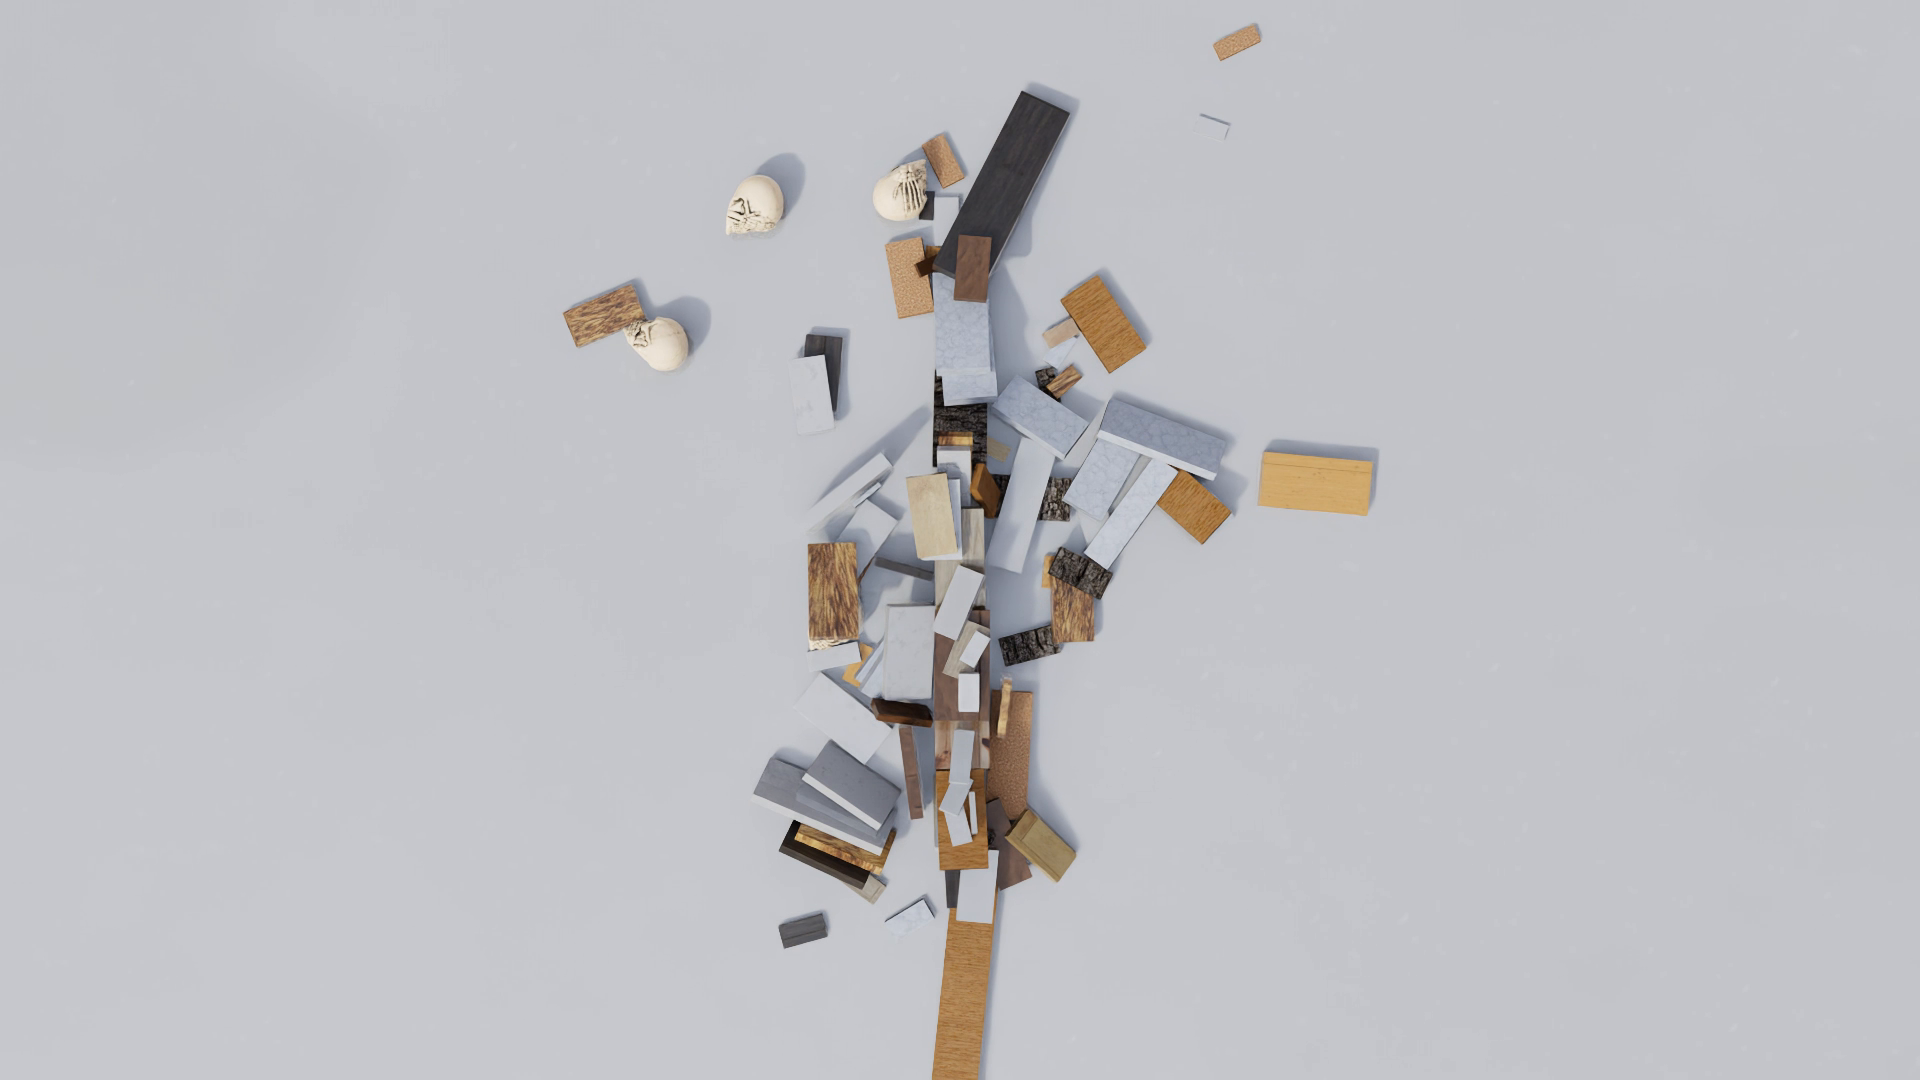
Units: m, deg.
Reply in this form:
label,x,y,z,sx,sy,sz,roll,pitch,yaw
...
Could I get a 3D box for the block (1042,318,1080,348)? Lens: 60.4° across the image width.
label,x,y,z,sx,sy,sz,roll,pitch,yaw
block,0.335,-0.685,5.475,0.113,0.016,0.057,-28,90,0

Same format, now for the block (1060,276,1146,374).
label,x,y,z,sx,sy,sz,roll,pitch,yaw
block,0.476,-0.716,5.479,0.146,0.041,0.293,-34,90,0

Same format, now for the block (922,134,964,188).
label,x,y,z,sx,sy,sz,roll,pitch,yaw
block,-0.056,-1.259,5.489,0.080,0.023,0.159,-27,90,0

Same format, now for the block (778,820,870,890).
label,x,y,z,sx,sy,sz,roll,pitch,yaw
block,-0.428,1.019,5.432,0.302,0.043,0.151,25,46,0

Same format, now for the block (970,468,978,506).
label,x,y,z,sx,sy,sz,roll,pitch,yaw
block,-0.005,-0.165,5.365,0.129,0.037,0.258,2,83,0

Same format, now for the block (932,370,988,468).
label,x,y,z,sx,sy,sz,roll,pitch,yaw
block,0.001,-0.398,5.392,0.175,0.050,0.350,1,60,0

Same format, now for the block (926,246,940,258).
label,x,y,z,sx,sy,sz,roll,pitch,yaw
block,-0.069,-0.948,5.484,0.095,0.014,0.048,11,93,9

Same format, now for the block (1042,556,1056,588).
label,x,y,z,sx,sy,sz,roll,pitch,yaw
block,0.304,0.108,5.492,0.054,0.015,0.107,6,90,0

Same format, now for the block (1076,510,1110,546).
label,x,y,z,sx,sy,sz,roll,pitch,yaw
block,0.446,-0.075,5.486,0.096,0.027,0.193,-16,90,0

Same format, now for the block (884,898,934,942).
label,x,y,z,sx,sy,sz,roll,pitch,yaw
block,-0.168,1.265,5.489,0.150,0.021,0.075,-31,90,0

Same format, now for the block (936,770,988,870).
label,x,y,z,sx,sy,sz,roll,pitch,yaw
block,0.007,0.901,5.312,0.157,0.044,0.314,-2,74,-1

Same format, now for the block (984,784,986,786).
label,x,y,z,sx,sy,sz,roll,pitch,yaw
block,0.002,0.660,5.431,0.157,0.044,0.314,0,72,0

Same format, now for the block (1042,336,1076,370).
label,x,y,z,sx,sy,sz,roll,pitch,yaw
block,0.332,-0.634,5.492,0.060,0.017,0.120,34,90,0

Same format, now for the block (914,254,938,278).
label,x,y,z,sx,sy,sz,roll,pitch,yaw
block,-0.104,-0.905,5.448,0.095,0.014,0.048,-30,100,-32

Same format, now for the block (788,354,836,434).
label,x,y,z,sx,sy,sz,roll,pitch,yaw
block,-0.490,-0.480,5.448,0.122,0.035,0.245,-8,90,0

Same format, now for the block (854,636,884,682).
label,x,y,z,sx,sy,sz,roll,pitch,yaw
block,-0.260,0.406,5.470,0.093,0.026,0.186,37,90,-23

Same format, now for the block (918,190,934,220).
label,x,y,z,sx,sy,sz,roll,pitch,yaw
block,-0.110,-1.114,5.493,0.048,0.014,0.095,4,90,0

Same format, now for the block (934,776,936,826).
label,x,y,z,sx,sy,sz,roll,pitch,yaw
block,-0.035,0.887,5.450,0.104,0.029,0.207,-1,69,0

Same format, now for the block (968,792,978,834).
label,x,y,z,sx,sy,sz,roll,pitch,yaw
block,0.042,0.872,5.263,0.018,0.065,0.130,-4,75,-1

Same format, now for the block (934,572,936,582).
label,x,y,z,sx,sy,sz,roll,pitch,yaw
block,-0.002,-0.019,5.432,0.160,0.045,0.320,0,73,0

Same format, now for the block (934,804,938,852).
label,x,y,z,sx,sy,sz,roll,pitch,yaw
block,-0.001,0.863,5.405,0.157,0.044,0.314,1,62,1

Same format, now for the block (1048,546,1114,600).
label,x,y,z,sx,sy,sz,roll,pitch,yaw
block,0.397,0.109,5.440,0.194,0.028,0.097,27,84,-7

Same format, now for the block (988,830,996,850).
label,x,y,z,sx,sy,sz,roll,pitch,yaw
block,0.044,0.965,5.385,0.130,0.018,0.065,22,64,12

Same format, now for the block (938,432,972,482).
label,x,y,z,sx,sy,sz,roll,pitch,yaw
block,-0.015,-0.248,5.273,0.106,0.030,0.212,1,126,0

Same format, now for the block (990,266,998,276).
label,x,y,z,sx,sy,sz,roll,pitch,yaw
block,0.073,-0.926,5.493,0.052,0.015,0.104,-38,90,0

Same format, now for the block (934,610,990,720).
label,x,y,z,sx,sy,sz,roll,pitch,yaw
block,0.007,0.404,5.326,0.178,0.050,0.355,0,91,0

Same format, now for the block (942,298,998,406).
label,x,y,z,sx,sy,sz,roll,pitch,yaw
block,0.023,-0.617,5.419,0.175,0.050,0.350,-5,71,0

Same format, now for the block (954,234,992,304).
label,x,y,z,sx,sy,sz,roll,pitch,yaw
block,0.040,-0.875,5.321,0.106,0.030,0.212,5,80,-1

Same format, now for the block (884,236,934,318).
label,x,y,z,sx,sy,sz,roll,pitch,yaw
block,-0.166,-0.870,5.475,0.124,0.035,0.248,-10,90,7

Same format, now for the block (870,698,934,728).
label,x,y,z,sx,sy,sz,roll,pitch,yaw
block,-0.191,0.568,5.421,0.191,0.095,0.027,10,113,-20

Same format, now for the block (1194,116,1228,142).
label,x,y,z,sx,sy,sz,roll,pitch,yaw
block,0.836,-1.370,5.493,0.104,0.015,0.052,19,90,0

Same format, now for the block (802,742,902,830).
label,x,y,z,sx,sy,sz,roll,pitch,yaw
block,-0.356,0.810,5.433,0.299,0.042,0.149,34,46,0

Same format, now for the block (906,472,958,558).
label,x,y,z,sx,sy,sz,roll,pitch,yaw
block,-0.088,-0.079,5.221,0.129,0.037,0.258,-8,101,3

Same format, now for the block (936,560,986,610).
label,x,y,z,sx,sy,sz,roll,pitch,yaw
block,0.003,0.198,5.417,0.160,0.045,0.320,0,74,0

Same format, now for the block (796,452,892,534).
label,x,y,z,sx,sy,sz,roll,pitch,yaw
block,-0.379,-0.151,5.411,0.357,0.179,0.051,-39,90,0

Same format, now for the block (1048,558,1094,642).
label,x,y,z,sx,sy,sz,roll,pitch,yaw
block,0.370,0.201,5.466,0.136,0.039,0.273,-2,88,-9

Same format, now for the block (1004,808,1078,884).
label,x,y,z,sx,sy,sz,roll,pitch,yaw
block,0.267,1.009,5.441,0.234,0.033,0.117,44,66,-11

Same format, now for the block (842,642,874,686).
label,x,y,z,sx,sy,sz,roll,pitch,yaw
block,-0.332,0.416,5.490,0.068,0.019,0.136,28,90,0

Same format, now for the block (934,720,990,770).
label,x,y,z,sx,sy,sz,roll,pitch,yaw
block,0.005,0.577,5.408,0.178,0.050,0.355,-1,72,0

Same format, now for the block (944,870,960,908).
label,x,y,z,sx,sy,sz,roll,pitch,yaw
block,0.002,1.098,5.409,0.104,0.029,0.207,-3,83,-1

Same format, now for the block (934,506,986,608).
label,x,y,z,sx,sy,sz,roll,pitch,yaw
block,-0.001,0.054,5.326,0.160,0.045,0.320,-1,101,1

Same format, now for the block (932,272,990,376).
label,x,y,z,sx,sy,sz,roll,pitch,yaw
block,0.004,-0.711,5.400,0.175,0.050,0.350,-3,71,1

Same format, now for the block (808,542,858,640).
label,x,y,z,sx,sy,sz,roll,pitch,yaw
block,-0.413,0.167,5.368,0.158,0.045,0.316,-2,71,-3

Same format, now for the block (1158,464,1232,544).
label,x,y,z,sx,sy,sz,roll,pitch,yaw
block,0.741,-0.134,5.444,0.286,0.041,0.143,43,94,13

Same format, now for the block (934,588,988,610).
label,x,y,z,sx,sy,sz,roll,pitch,yaw
block,0.005,0.336,5.427,0.178,0.050,0.356,0,74,0
